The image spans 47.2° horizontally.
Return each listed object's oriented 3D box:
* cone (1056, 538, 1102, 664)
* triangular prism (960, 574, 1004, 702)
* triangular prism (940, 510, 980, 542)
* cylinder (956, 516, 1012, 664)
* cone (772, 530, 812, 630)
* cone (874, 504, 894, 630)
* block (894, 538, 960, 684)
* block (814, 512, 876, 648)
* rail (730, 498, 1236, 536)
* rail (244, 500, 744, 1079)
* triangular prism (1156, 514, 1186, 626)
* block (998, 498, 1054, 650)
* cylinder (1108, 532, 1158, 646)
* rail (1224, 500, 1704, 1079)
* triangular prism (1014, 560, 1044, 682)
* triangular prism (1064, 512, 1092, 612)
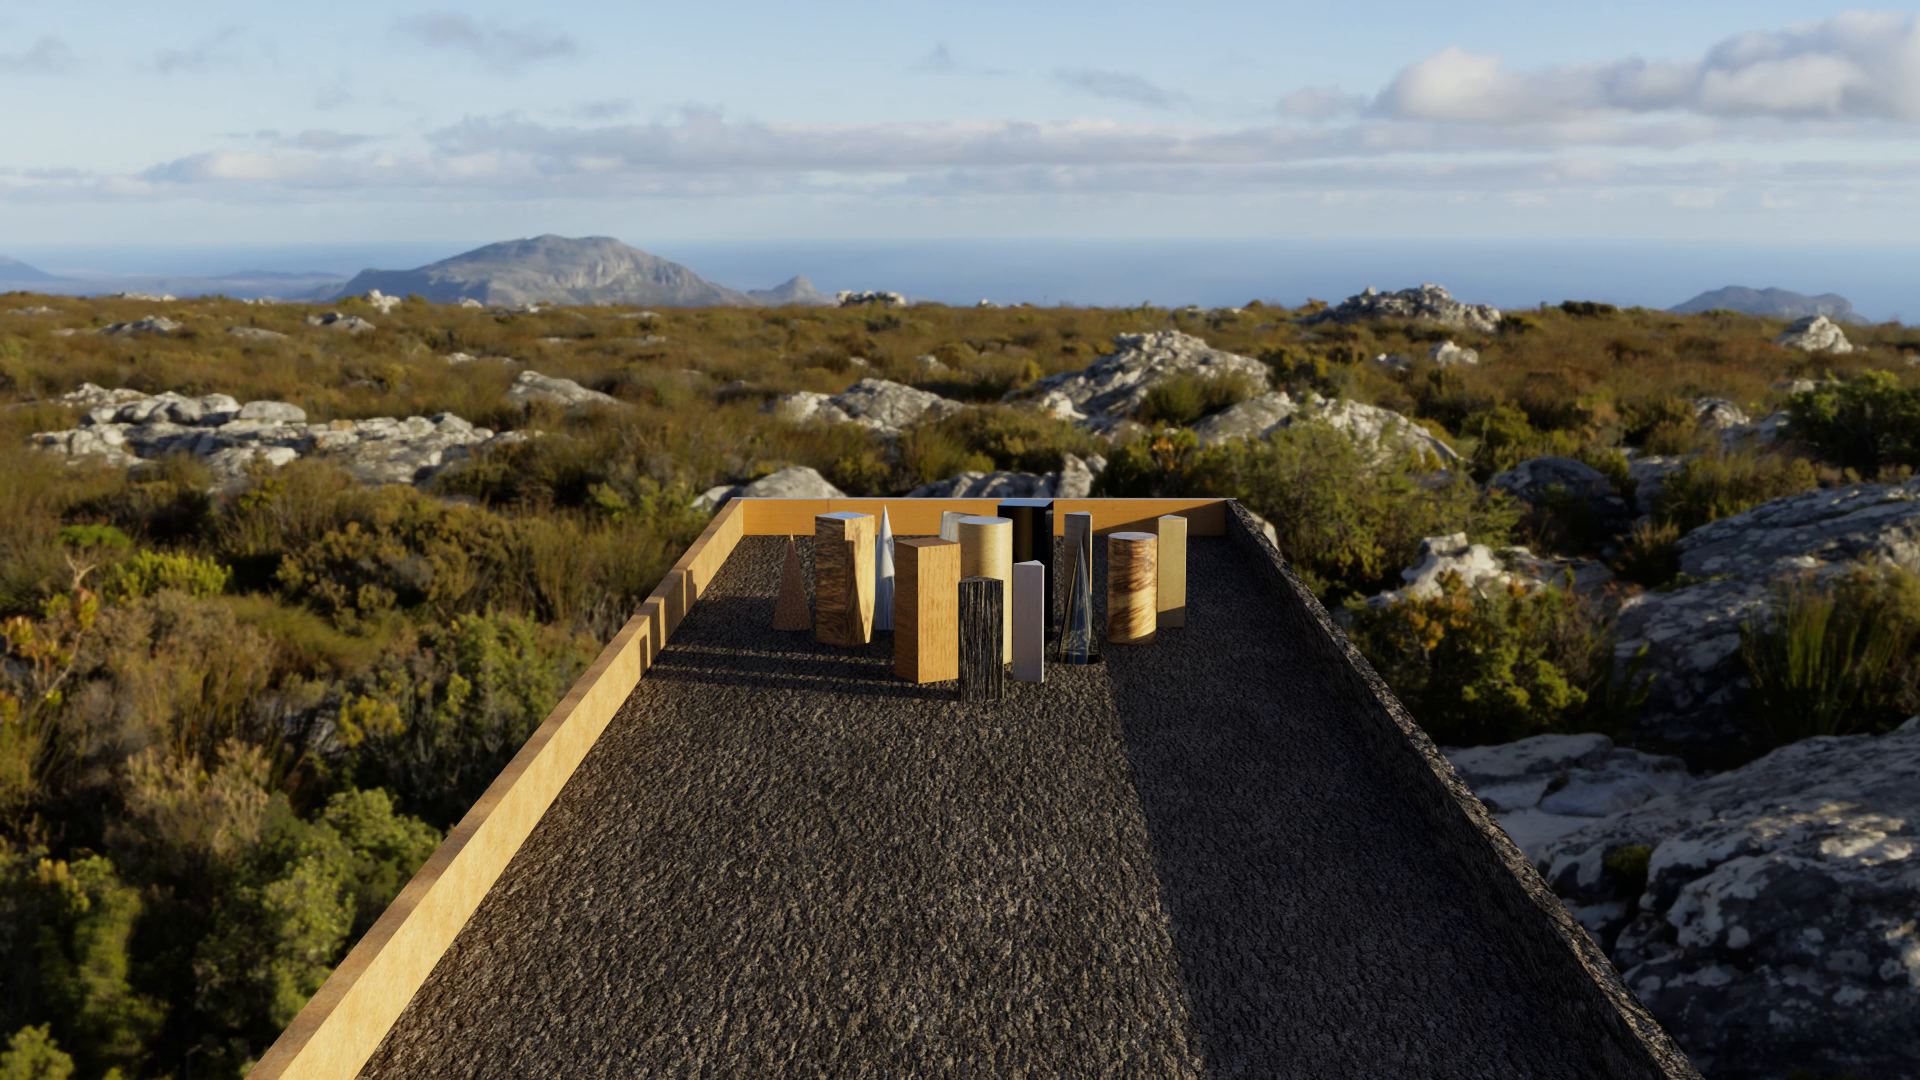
[{"bbox_3d":[0.363,0.173,6.675,0.143,0.389,0.143,0,9,0],"label":"cone"},{"bbox_3d":[0.043,0.274,6.202,0.131,0.338,0.114,-3,9,-17],"label":"triangular prism"},{"bbox_3d":[-0.039,0.114,6.975,0.130,0.406,0.113,6,0,-24],"label":"triangular prism"},{"bbox_3d":[0.075,0.153,6.674,0.168,0.430,0.168,0,9,0],"label":"cylinder"},{"bbox_3d":[-0.550,0.125,7.191,0.133,0.322,0.133,0,9,0],"label":"cone"},{"bbox_3d":[-0.245,0.080,7.213,0.172,0.403,0.172,0,9,0],"label":"cone"},{"bbox_3d":[-0.096,0.204,6.446,0.141,0.400,0.141,-5,10,-30],"label":"block"},{"bbox_3d":[-0.363,0.122,6.950,0.133,0.404,0.133,8,12,41],"label":"block"},{"bbox_3d":[0.099,-0.098,9.147,2.100,0.150,0.050,0,9,1],"label":"rail"},{"bbox_3d":[-1.004,0.839,3.234,0.050,0.150,12.000,0,9,1],"label":"rail"},{"bbox_3d":[0.688,0.100,7.228,0.093,0.360,0.080,-1,9,-4],"label":"triangular prism"},{"bbox_3d":[0.205,0.106,6.899,0.151,0.451,0.151,2,9,12],"label":"block"},{"bbox_3d":[0.545,0.154,6.957,0.154,0.339,0.154,0,9,0],"label":"cylinder"},{"bbox_3d":[1.046,0.843,3.208,0.050,0.150,12.000,0,9,1],"label":"rail"},{"bbox_3d":[0.211,0.235,6.427,0.091,0.343,0.079,3,10,19],"label":"triangular prism"},{"bbox_3d":[0.400,0.095,7.214,0.094,0.373,0.082,4,10,23],"label":"triangular prism"}]
